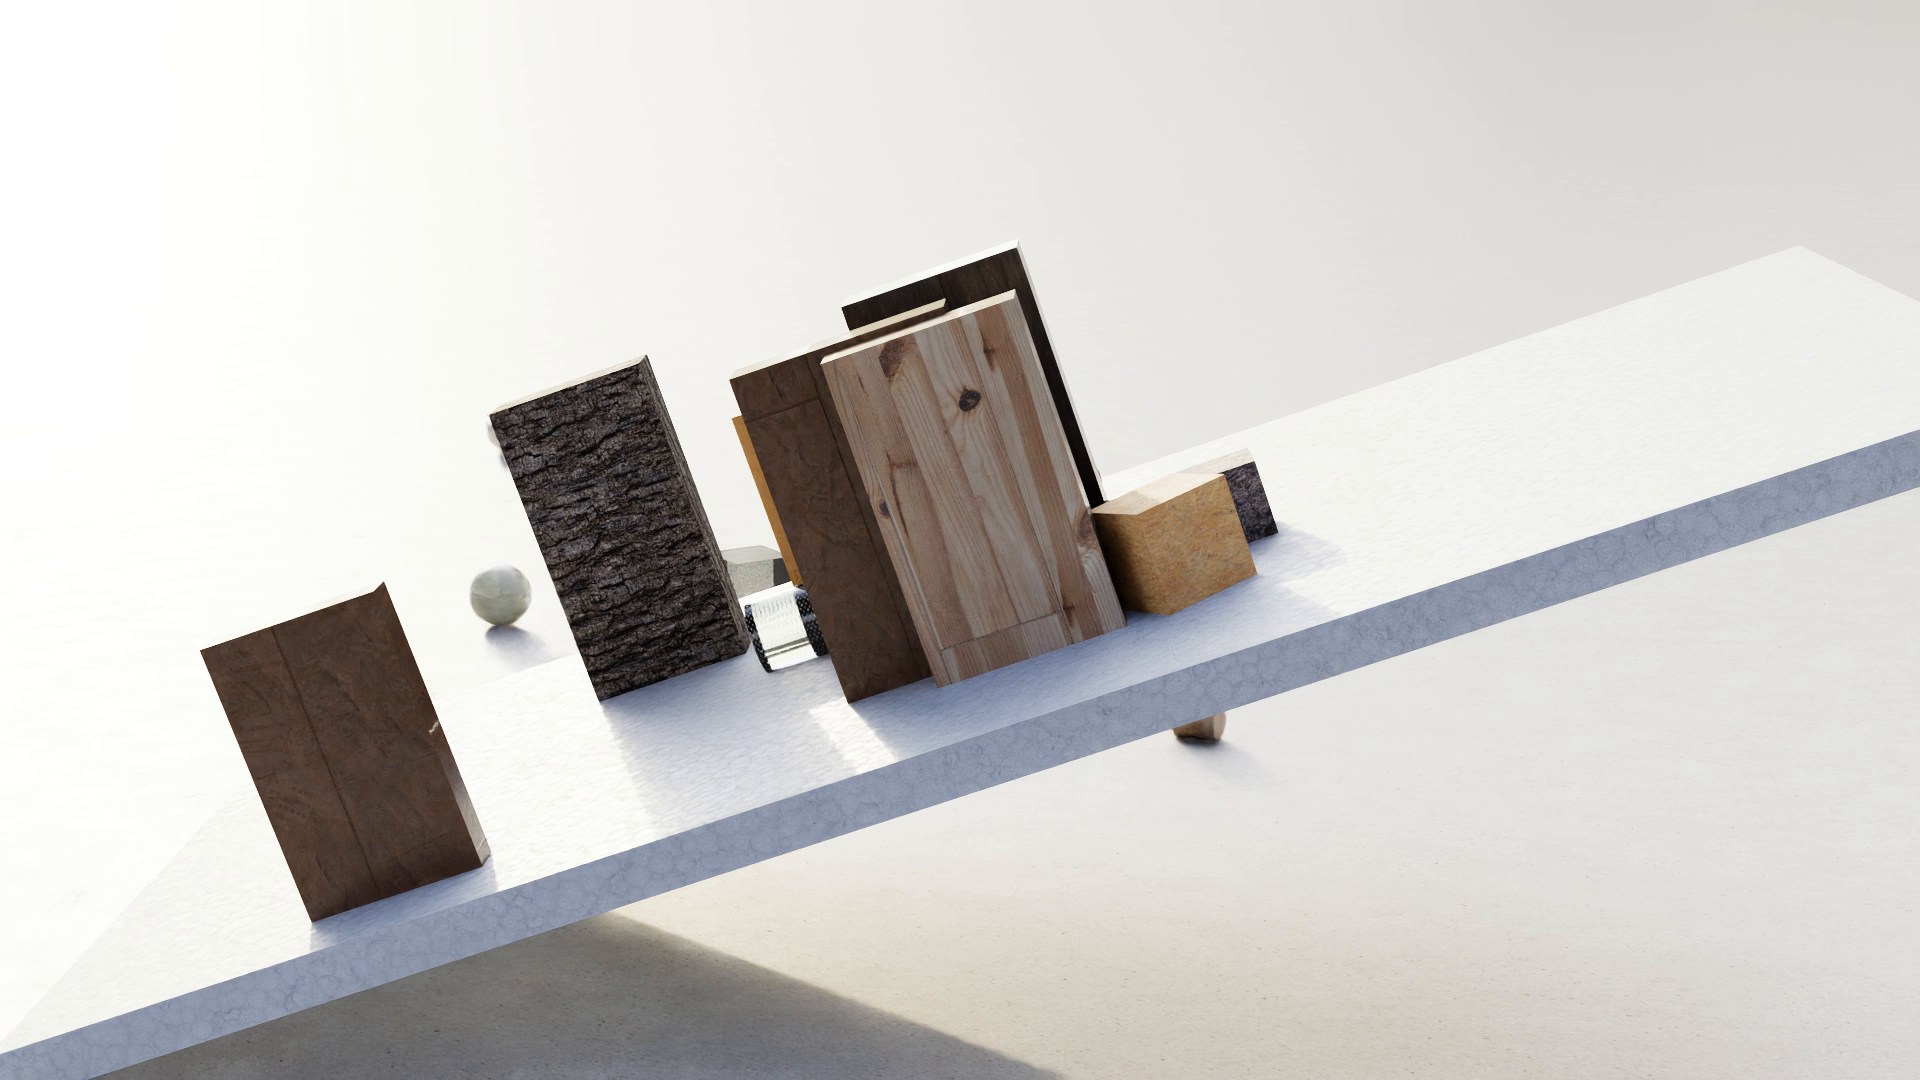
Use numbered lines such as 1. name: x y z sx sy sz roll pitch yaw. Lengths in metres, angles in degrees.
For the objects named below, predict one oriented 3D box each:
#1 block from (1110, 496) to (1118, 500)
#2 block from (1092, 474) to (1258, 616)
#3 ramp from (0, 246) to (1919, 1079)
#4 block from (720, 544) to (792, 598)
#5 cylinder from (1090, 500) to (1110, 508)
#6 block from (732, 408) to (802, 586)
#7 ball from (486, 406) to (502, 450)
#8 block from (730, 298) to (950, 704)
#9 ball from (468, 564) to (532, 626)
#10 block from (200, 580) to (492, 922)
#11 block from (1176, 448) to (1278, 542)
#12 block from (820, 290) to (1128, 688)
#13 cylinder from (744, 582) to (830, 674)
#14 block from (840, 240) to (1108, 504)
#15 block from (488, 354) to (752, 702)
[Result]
1. block: 0.405 -0.021 6.099 0.153 0.153 0.153 -18 11 6
2. block: 0.415 0.006 5.802 0.210 0.210 0.210 -24 12 -23
3. ramp: 0.109 0.179 6.303 4.000 0.100 2.000 -18 11 6
4. block: -0.667 0.143 9.313 0.201 0.201 0.201 -8 15 -32
5. cylinder: 0.257 0.043 5.947 0.190 0.190 0.190 -19 11 4
6. block: -0.261 -0.074 6.484 0.308 0.543 0.118 -18 11 6
7. ball: -1.850 -0.462 12.090 0.202 0.202 0.202 0 12 0
8. block: -0.127 -0.075 5.858 0.445 0.694 0.119 -18 11 6
9. ball: -1.437 0.170 9.198 0.196 0.196 0.196 0 12 0
10. block: -1.175 0.408 5.642 0.356 0.572 0.090 -18 11 6
11. block: 0.554 -0.079 6.109 0.159 0.159 0.159 -19 11 4
12. block: 0.032 -0.098 5.738 0.391 0.679 0.131 -18 11 6
13. cylinder: -0.363 0.186 6.393 0.164 0.164 0.164 -18 11 6
14. block: 0.059 -0.207 6.079 0.377 0.733 0.147 -18 11 6
15. block: -0.770 -0.026 6.711 0.361 0.704 0.139 -18 11 6
